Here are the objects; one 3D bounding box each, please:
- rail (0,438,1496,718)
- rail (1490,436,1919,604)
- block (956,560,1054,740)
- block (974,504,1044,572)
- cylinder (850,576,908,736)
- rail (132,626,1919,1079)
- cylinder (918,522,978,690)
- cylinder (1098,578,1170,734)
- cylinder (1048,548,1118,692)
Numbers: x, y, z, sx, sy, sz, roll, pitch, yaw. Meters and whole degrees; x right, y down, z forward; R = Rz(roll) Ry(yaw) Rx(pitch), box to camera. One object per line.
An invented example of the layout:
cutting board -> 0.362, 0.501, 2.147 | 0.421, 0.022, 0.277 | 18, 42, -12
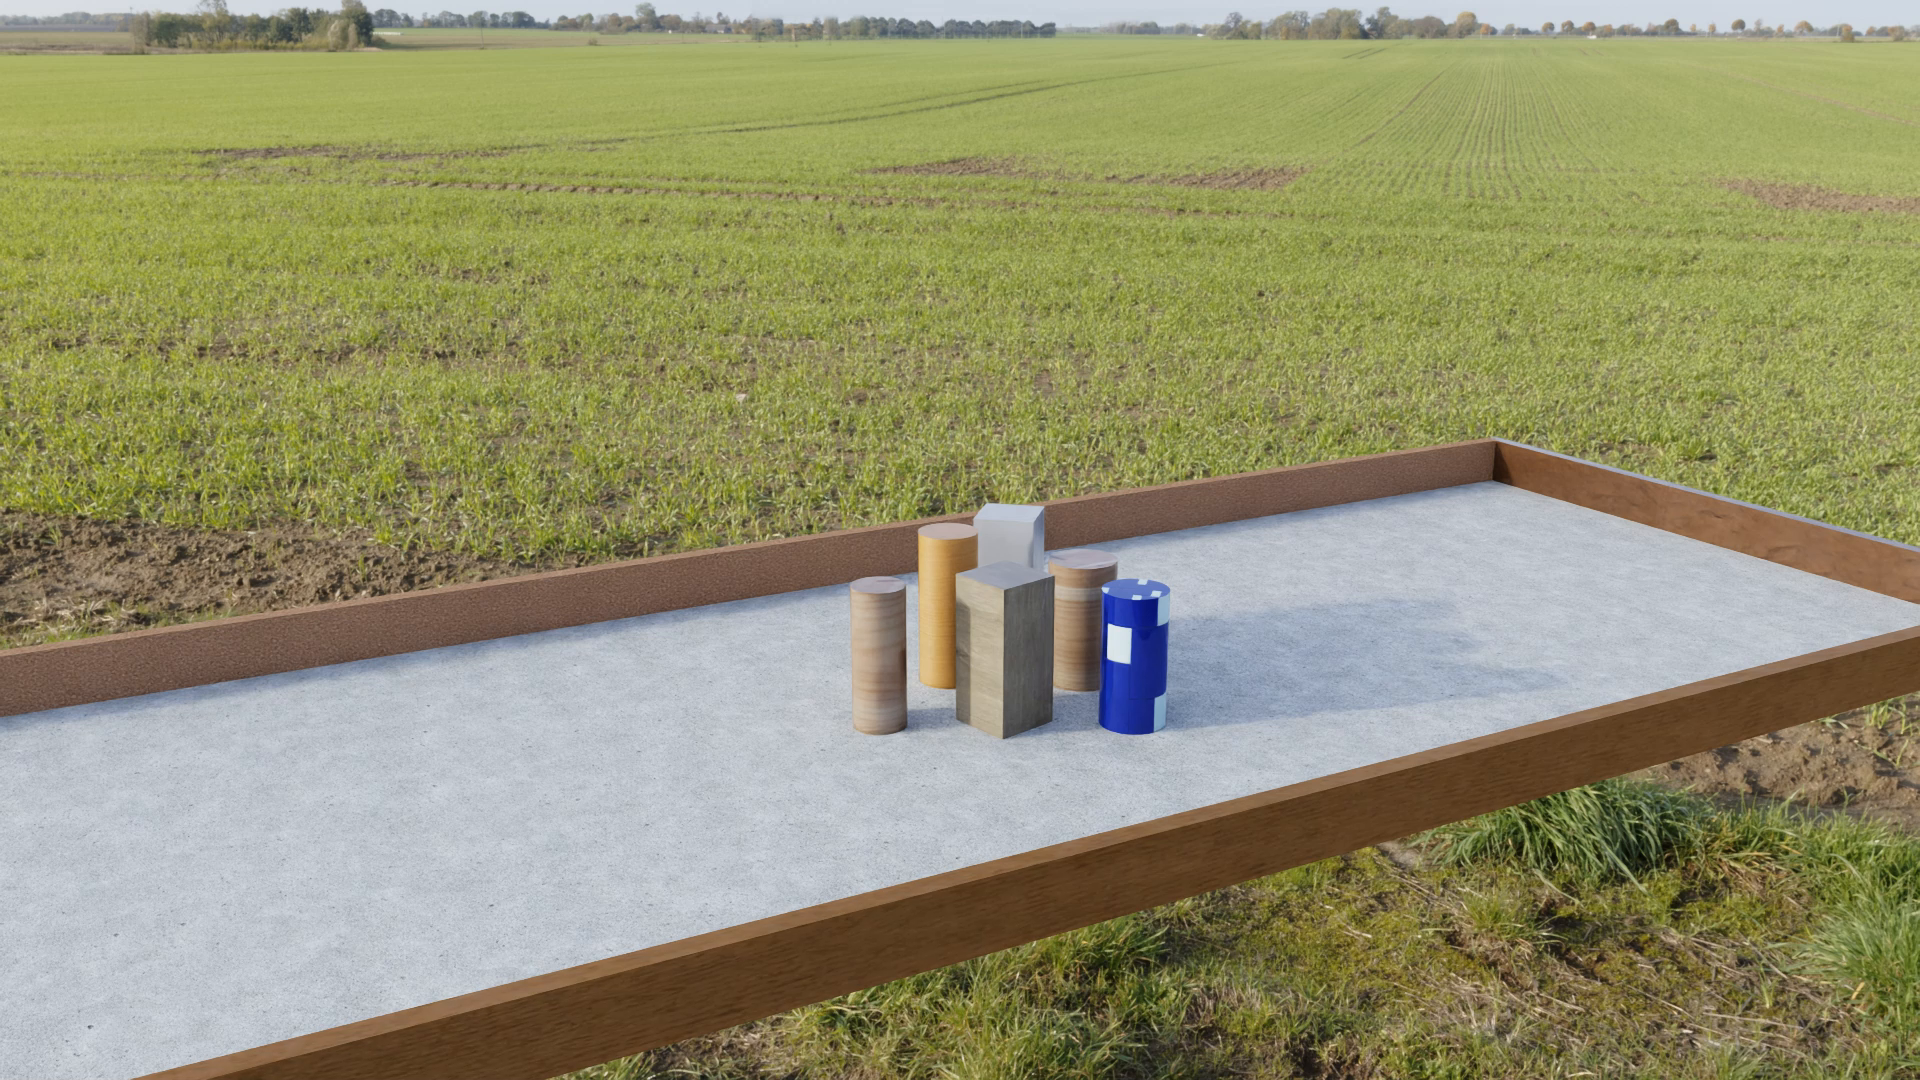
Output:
rail -> -3.305, 0.497, 3.399 | 12.000, 0.150, 0.050 | -9, 18, -27
rail -> 2.466, -0.048, 5.253 | 0.050, 0.150, 2.100 | -9, 18, -27
block -> 0.104, 0.253, 3.851 | 0.162, 0.362, 0.162 | -14, 22, -40
block -> 0.129, 0.107, 4.329 | 0.157, 0.373, 0.157 | 4, 17, 13
cylinder -> -0.188, 0.268, 3.831 | 0.129, 0.345, 0.129 | 0, 16, 0
rail -> -2.336, 1.006, 1.665 | 12.000, 0.150, 0.050 | -9, 18, -27
cylinder -> -0.029, 0.164, 4.111 | 0.149, 0.387, 0.149 | 0, 16, 0
cylinder -> 0.406, 0.271, 3.848 | 0.158, 0.329, 0.158 | 0, 16, 0
cylinder -> 0.304, 0.199, 4.115 | 0.171, 0.318, 0.171 | 0, 16, 0
